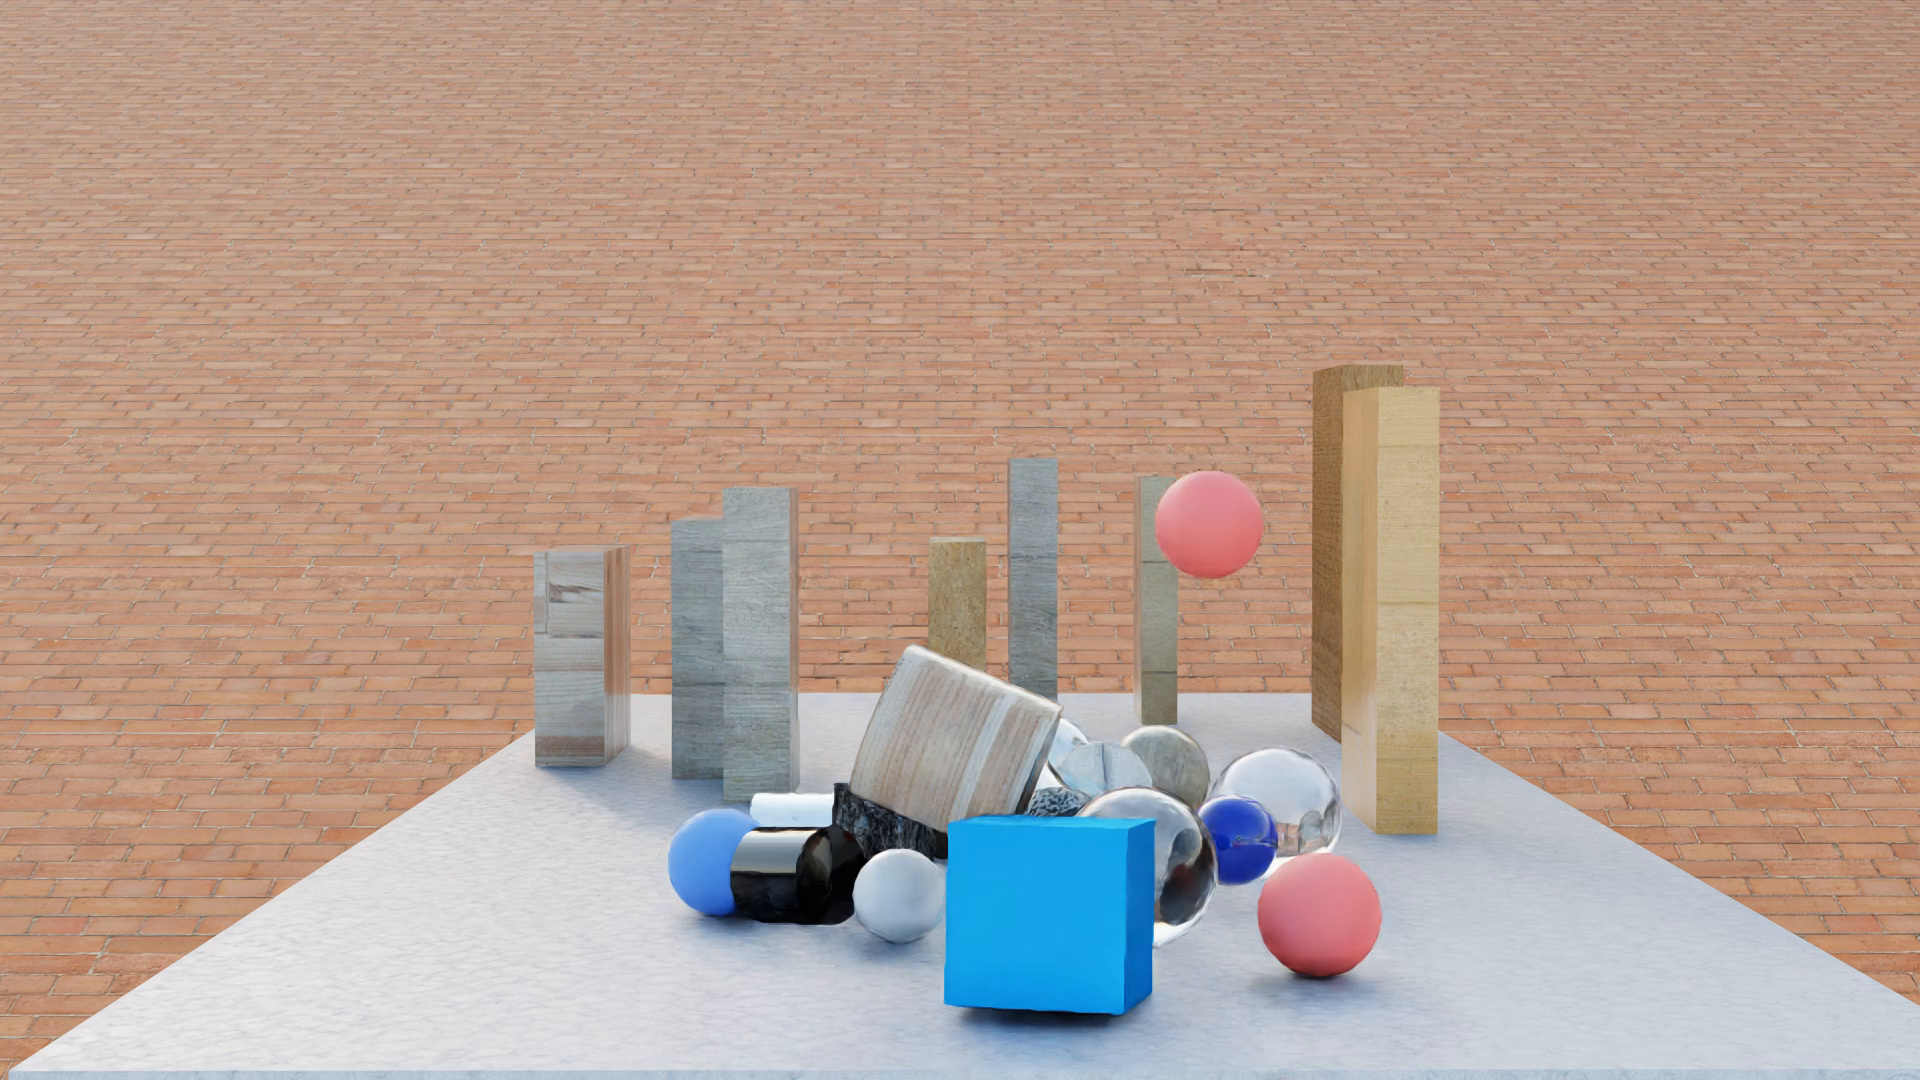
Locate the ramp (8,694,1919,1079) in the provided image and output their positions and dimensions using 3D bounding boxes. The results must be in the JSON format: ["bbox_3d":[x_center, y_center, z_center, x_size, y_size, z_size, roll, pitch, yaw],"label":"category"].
[{"bbox_3d":[0.056,0.507,4.550,2.000,0.100,4.000,0,2,0],"label":"ramp"}]

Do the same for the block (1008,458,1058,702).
[{"bbox_3d":[0.149,0.130,5.354,0.094,0.601,0.346,0,2,0],"label":"block"}]

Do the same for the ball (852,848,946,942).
[{"bbox_3d":[-0.075,0.444,3.217,0.117,0.117,0.117,0,24,0],"label":"ball"}]

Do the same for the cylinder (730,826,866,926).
[{"bbox_3d":[-0.208,0.432,3.321,0.125,0.125,0.125,-6,15,44],"label":"cylinder"}]

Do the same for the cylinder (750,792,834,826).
[{"bbox_3d":[-0.222,0.422,3.645,0.129,0.129,0.129,-1,24,10],"label":"cylinder"}]

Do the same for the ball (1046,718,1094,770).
[{"bbox_3d":[0.139,0.376,4.195,0.185,0.185,0.185,0,24,0],"label":"ball"}]

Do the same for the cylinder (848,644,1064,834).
[{"bbox_3d":[-0.003,0.252,3.107,0.197,0.197,0.197,22,28,7],"label":"cylinder"}]

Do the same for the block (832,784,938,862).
[{"bbox_3d":[-0.106,0.412,3.577,0.121,0.121,0.121,1,-18,13],"label":"block"}]

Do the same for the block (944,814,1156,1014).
[{"bbox_3d":[0.102,0.408,2.843,0.195,0.195,0.195,0,-3,13],"label":"block"}]

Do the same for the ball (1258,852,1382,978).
[{"bbox_3d":[0.419,0.437,3.004,0.144,0.144,0.144,0,24,0],"label":"ball"}]

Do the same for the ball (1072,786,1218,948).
[{"bbox_3d":[0.218,0.403,3.175,0.200,0.200,0.200,0,24,0],"label":"ball"}]

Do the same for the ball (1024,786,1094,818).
[{"bbox_3d":[0.130,0.411,3.422,0.168,0.168,0.168,0,24,0],"label":"ball"}]

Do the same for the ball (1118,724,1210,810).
[{"bbox_3d":[0.322,0.385,4.193,0.168,0.168,0.168,0,24,0],"label":"ball"}]

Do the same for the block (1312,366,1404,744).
[{"bbox_3d":[0.862,0.024,5.614,0.130,0.794,0.429,0,2,0],"label":"block"}]

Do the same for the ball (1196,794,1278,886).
[{"bbox_3d":[0.368,0.406,3.485,0.125,0.125,0.125,0,24,0],"label":"ball"}]

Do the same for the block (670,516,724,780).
[{"bbox_3d":[-0.477,0.199,5.043,0.127,0.484,0.439,0,2,0],"label":"block"}]

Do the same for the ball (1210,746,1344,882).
[{"bbox_3d":[0.449,0.391,3.670,0.191,0.191,0.191,0,24,0],"label":"ball"}]

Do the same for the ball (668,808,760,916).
[{"bbox_3d":[-0.315,0.425,3.401,0.141,0.141,0.141,0,24,0],"label":"ball"}]

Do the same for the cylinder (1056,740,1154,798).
[{"bbox_3d":[0.220,0.391,4.004,0.156,0.156,0.156,1,-4,2],"label":"cylinder"}]

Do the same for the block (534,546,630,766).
[{"bbox_3d":[-0.762,0.226,5.227,0.136,0.418,0.407,0,2,0],"label":"block"}]

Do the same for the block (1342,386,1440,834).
[{"bbox_3d":[0.715,0.107,4.299,0.098,0.715,0.371,0,2,0],"label":"block"}]

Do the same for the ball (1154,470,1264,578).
[{"bbox_3d":[0.287,-0.018,2.963,0.124,0.124,0.124,0,24,0],"label":"ball"}]

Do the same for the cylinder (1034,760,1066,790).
[{"bbox_3d":[0.075,0.377,3.597,0.160,0.160,0.160,-13,41,-26],"label":"cylinder"}]

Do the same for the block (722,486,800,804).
[{"bbox_3d":[-0.355,0.180,4.620,0.116,0.550,0.265,0,2,0],"label":"block"}]

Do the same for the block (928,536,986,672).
[{"bbox_3d":[-0.005,0.213,5.441,0.117,0.429,0.340,0,2,0],"label":"block"}]

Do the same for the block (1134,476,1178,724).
[{"bbox_3d":[0.450,0.133,5.932,0.082,0.556,0.258,0,2,0],"label":"block"}]

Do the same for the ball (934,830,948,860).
[{"bbox_3d":[-0.023,0.418,3.878,0.123,0.123,0.123,0,24,0],"label":"ball"}]
